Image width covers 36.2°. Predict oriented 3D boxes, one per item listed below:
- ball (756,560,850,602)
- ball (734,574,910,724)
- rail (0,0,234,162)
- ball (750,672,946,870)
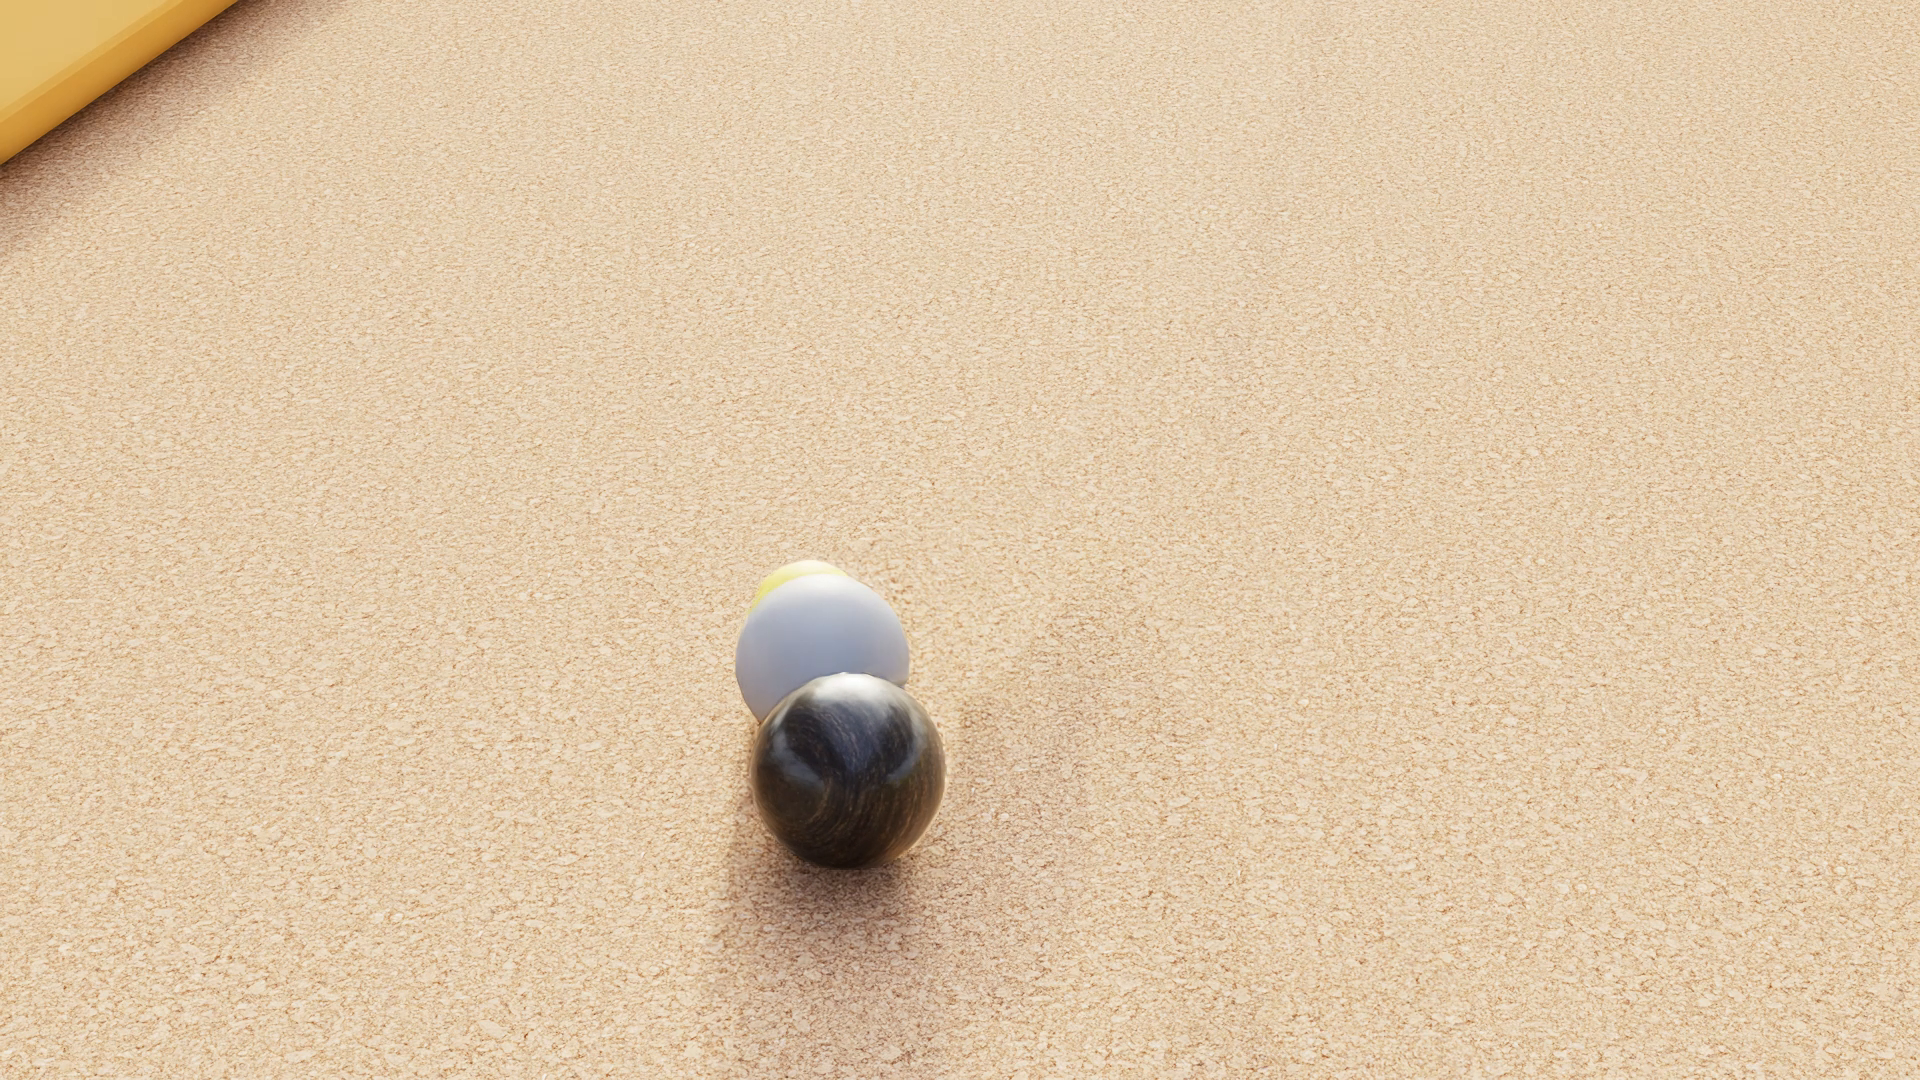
[{"bbox_3d":[-0.085,0.043,1.654,0.062,0.062,0.062,0,28,0],"label":"ball"},{"bbox_3d":[-0.074,0.065,1.578,0.094,0.094,0.094,0,28,0],"label":"ball"},{"bbox_3d":[-0.673,-0.517,2.632,0.045,0.128,3.520,6,29,11],"label":"rail"},{"bbox_3d":[-0.056,0.116,1.478,0.098,0.098,0.098,0,28,0],"label":"ball"}]
